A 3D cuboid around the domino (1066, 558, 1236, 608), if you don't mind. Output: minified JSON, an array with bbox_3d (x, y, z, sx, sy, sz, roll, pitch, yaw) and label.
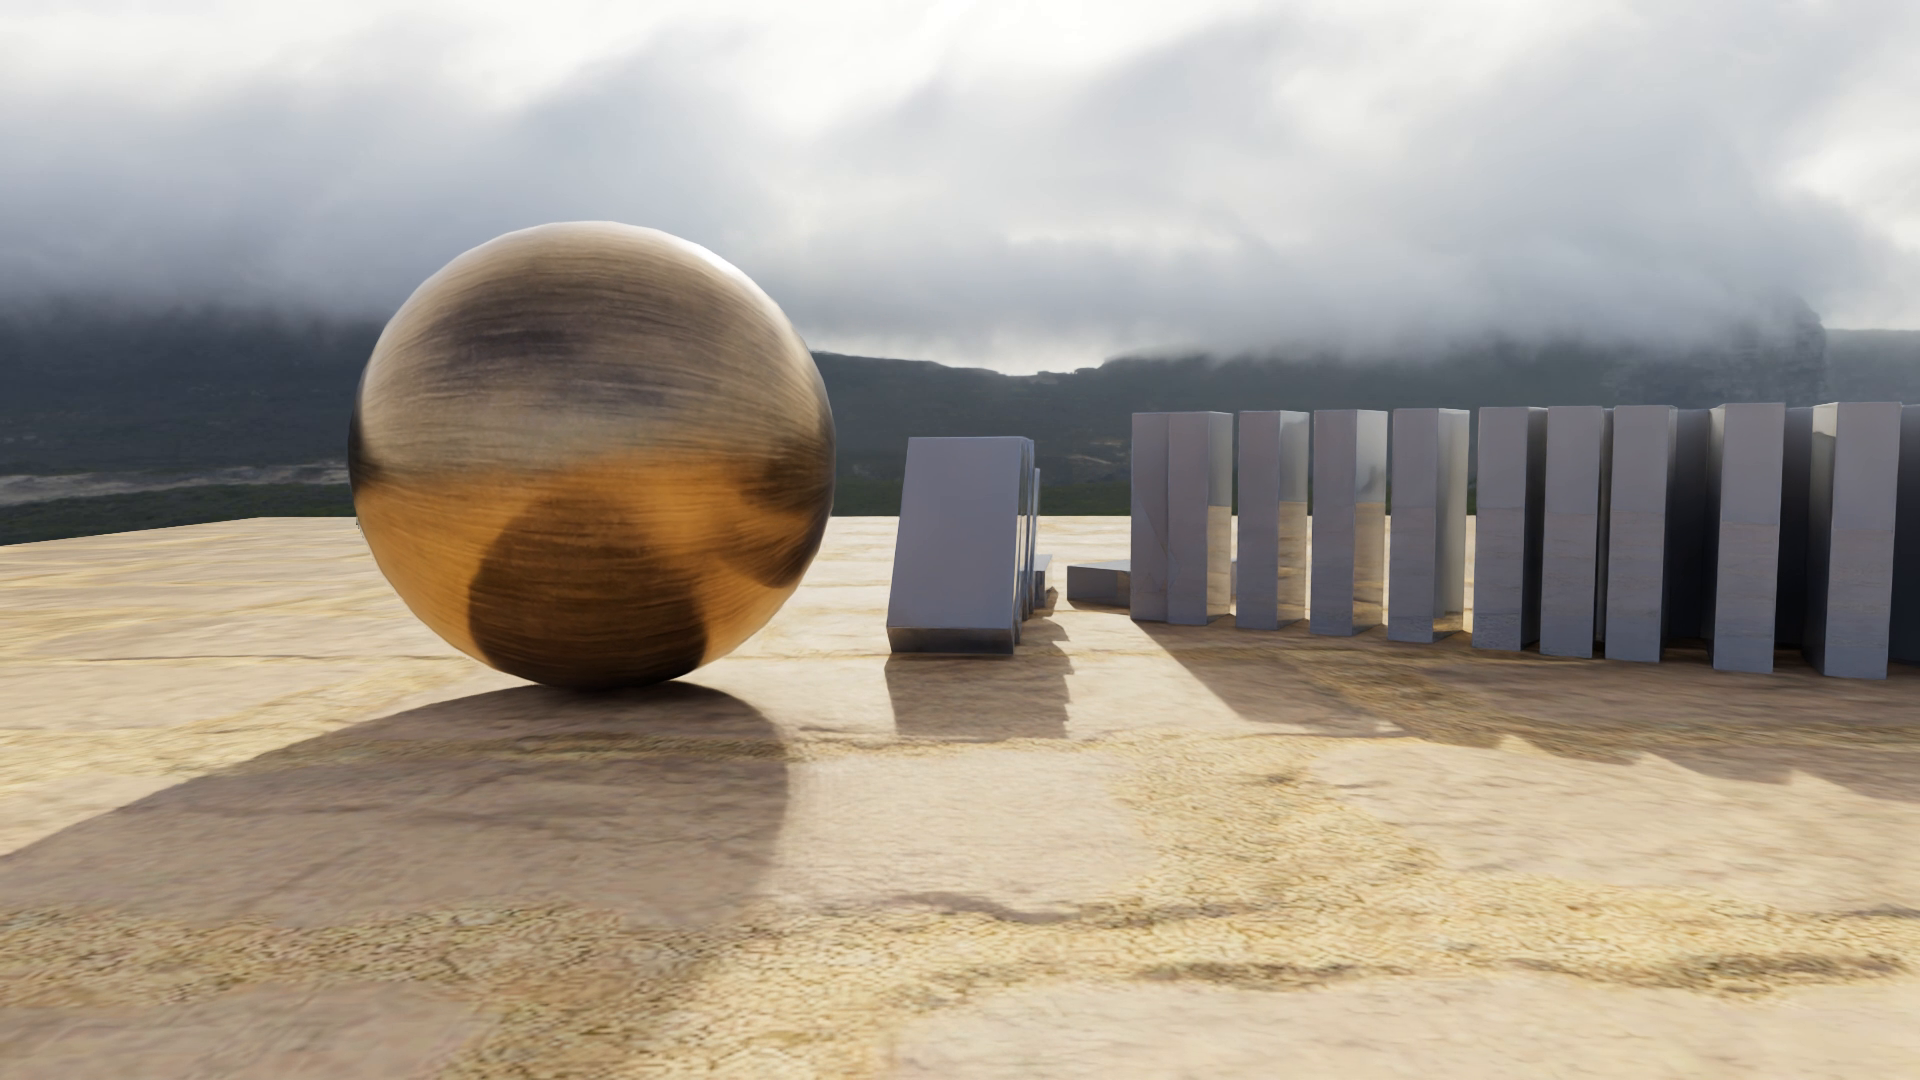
[{"bbox_3d":[0.056,0.011,0.358,0.050,0.009,0.025,-4,6,-45],"label":"domino"}]

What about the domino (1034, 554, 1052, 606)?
[{"bbox_3d":[0.013,0.011,0.361,0.025,0.010,0.050,0,4,6],"label":"domino"}]

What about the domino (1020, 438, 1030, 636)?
[{"bbox_3d":[0.002,-0.002,0.297,0.025,0.050,0.009,0,-37,6],"label":"domino"}]

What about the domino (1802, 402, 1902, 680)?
[{"bbox_3d":[0.168,-0.001,0.243,0.009,0.050,0.025,2,5,25],"label":"domino"}]

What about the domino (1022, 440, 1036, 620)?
[{"bbox_3d":[0.005,-0.003,0.322,0.025,0.050,0.009,0,-38,6],"label":"domino"}]

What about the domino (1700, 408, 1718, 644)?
[{"bbox_3d":[0.164,-0.003,0.271,0.010,0.050,0.025,2,5,24],"label":"domino"}]

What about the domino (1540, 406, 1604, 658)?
[{"bbox_3d":[0.127,-0.002,0.266,0.009,0.050,0.025,2,5,28],"label":"domino"}]

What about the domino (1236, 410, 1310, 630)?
[{"bbox_3d":[0.074,-0.005,0.304,0.009,0.050,0.025,2,5,30],"label":"domino"}]

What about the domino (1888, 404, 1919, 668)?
[{"bbox_3d":[0.187,-0.001,0.241,0.010,0.050,0.025,0,4,-2],"label":"domino"}]

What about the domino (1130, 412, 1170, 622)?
[{"bbox_3d":[0.050,-0.006,0.319,0.009,0.050,0.025,2,5,23],"label":"domino"}]

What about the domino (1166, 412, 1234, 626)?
[{"bbox_3d":[0.059,-0.006,0.312,0.009,0.050,0.025,2,5,24],"label":"domino"}]

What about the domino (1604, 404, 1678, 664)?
[{"bbox_3d":[0.138,-0.002,0.260,0.009,0.050,0.025,3,5,32],"label":"domino"}]

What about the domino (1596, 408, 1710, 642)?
[{"bbox_3d":[0.149,-0.004,0.281,0.025,0.050,0.009,-1,4,-17],"label":"domino"}]

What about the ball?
[{"bbox_3d":[-0.061,-0.014,0.221,0.080,0.080,0.080,0,4,0],"label":"ball"}]

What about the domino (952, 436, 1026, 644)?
[{"bbox_3d":[0.001,-0.001,0.284,0.025,0.050,0.009,0,-37,6],"label":"domino"}]

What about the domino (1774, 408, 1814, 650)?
[{"bbox_3d":[0.179,-0.002,0.267,0.009,0.050,0.025,-1,4,-10],"label":"domino"}]

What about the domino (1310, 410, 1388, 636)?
[{"bbox_3d":[0.089,-0.005,0.294,0.010,0.050,0.025,3,5,33],"label":"domino"}]

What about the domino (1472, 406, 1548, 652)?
[{"bbox_3d":[0.118,-0.003,0.274,0.009,0.050,0.025,3,5,36],"label":"domino"}]

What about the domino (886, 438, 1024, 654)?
[{"bbox_3d":[0.000,0.000,0.272,0.025,0.050,0.009,0,-37,6],"label":"domino"}]

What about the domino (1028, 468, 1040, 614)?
[{"bbox_3d":[0.008,-0.001,0.339,0.025,0.010,0.050,0,38,6],"label":"domino"}]

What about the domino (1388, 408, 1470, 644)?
[{"bbox_3d":[0.104,-0.004,0.284,0.009,0.050,0.025,3,5,35],"label":"domino"}]

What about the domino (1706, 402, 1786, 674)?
[{"bbox_3d":[0.152,-0.001,0.249,0.009,0.050,0.025,2,5,28],"label":"domino"}]
